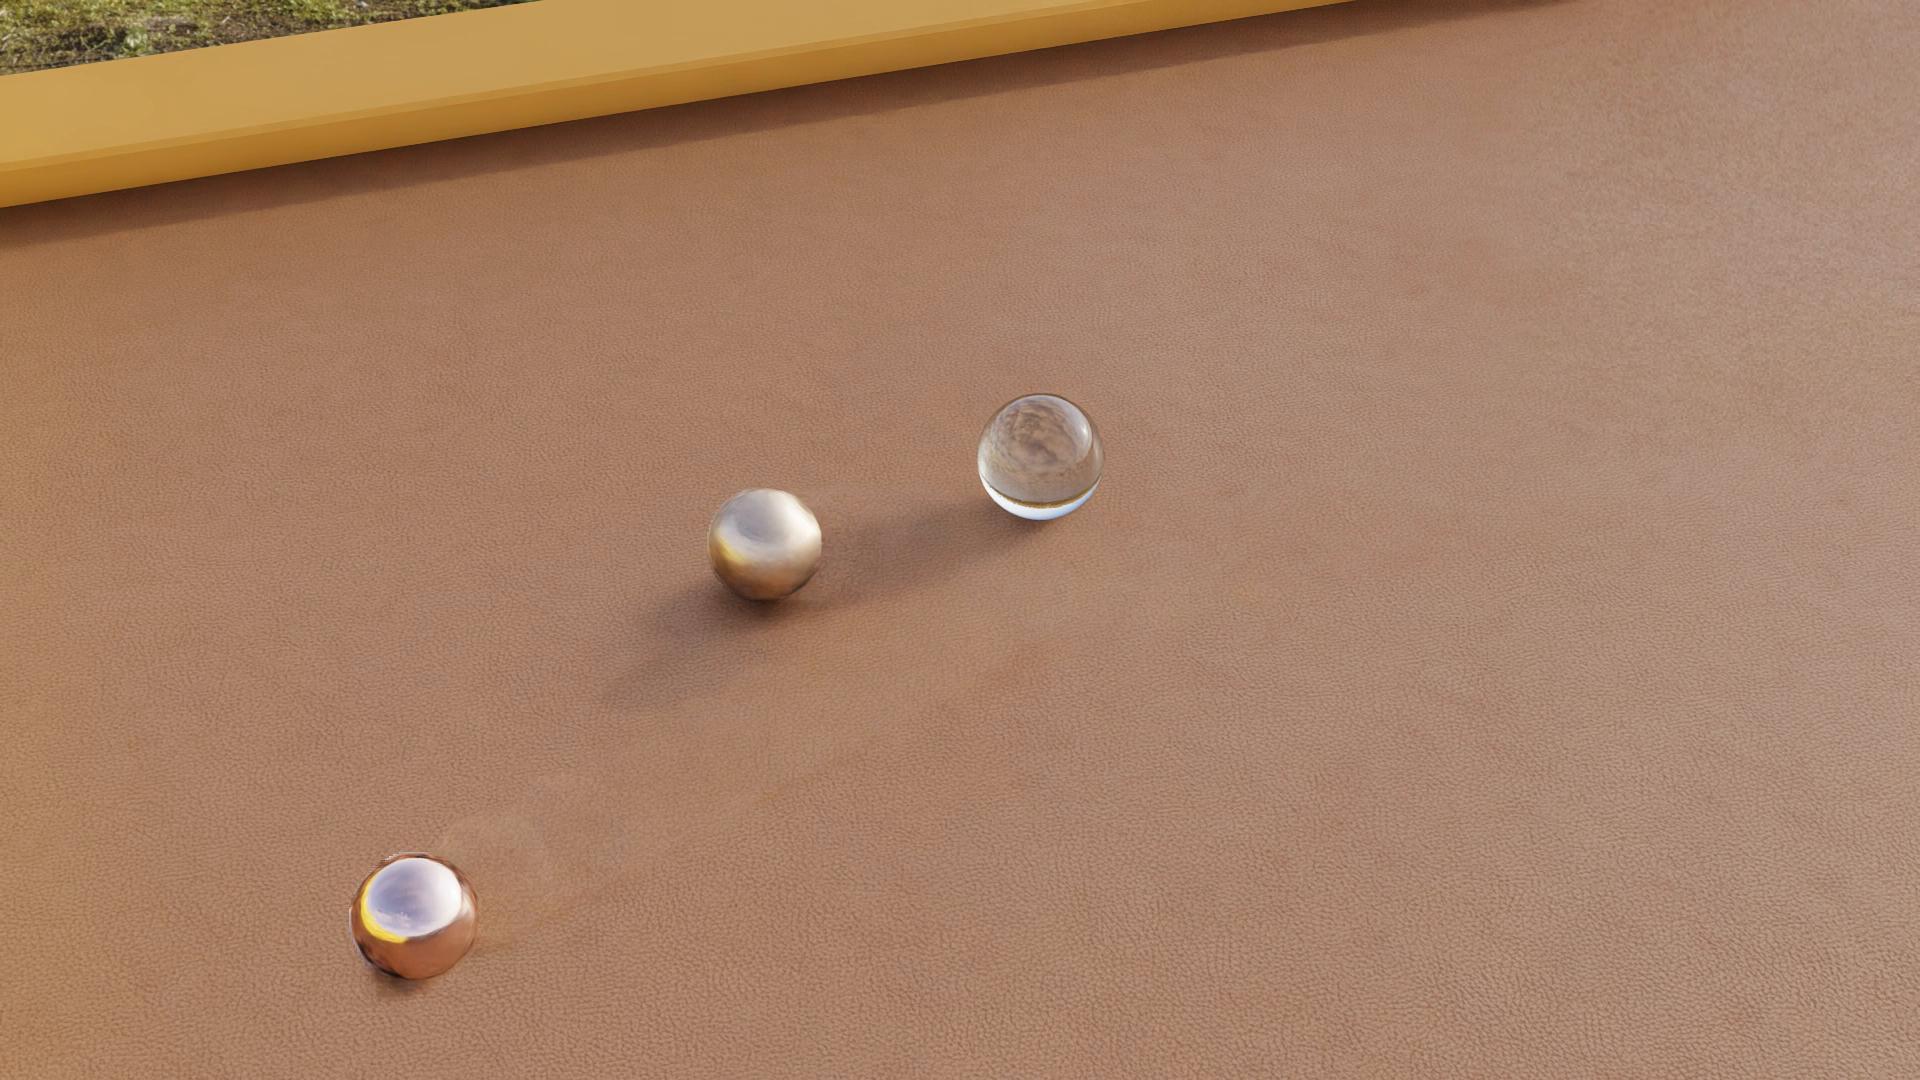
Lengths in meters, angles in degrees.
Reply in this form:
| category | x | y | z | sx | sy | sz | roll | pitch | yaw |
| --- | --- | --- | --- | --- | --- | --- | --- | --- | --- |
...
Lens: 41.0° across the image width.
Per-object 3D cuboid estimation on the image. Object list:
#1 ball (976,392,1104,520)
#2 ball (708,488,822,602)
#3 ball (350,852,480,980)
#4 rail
| category | x | y | z | sx | sy | sz | roll | pitch | yaw |
| --- | --- | --- | --- | --- | --- | --- | --- | --- | --- |
| ball | 0.051 | -0.053 | 1.626 | 0.081 | 0.081 | 0.081 | 0 | 35 | 0 |
| ball | -0.118 | 0.003 | 1.558 | 0.069 | 0.069 | 0.069 | 0 | 35 | 0 |
| ball | -0.275 | 0.190 | 1.297 | 0.064 | 0.064 | 0.064 | 0 | 35 | 0 |
| rail | 0.386 | -0.522 | 2.267 | 2.649 | 0.105 | 0.045 | -12 | 37 | -16 |
